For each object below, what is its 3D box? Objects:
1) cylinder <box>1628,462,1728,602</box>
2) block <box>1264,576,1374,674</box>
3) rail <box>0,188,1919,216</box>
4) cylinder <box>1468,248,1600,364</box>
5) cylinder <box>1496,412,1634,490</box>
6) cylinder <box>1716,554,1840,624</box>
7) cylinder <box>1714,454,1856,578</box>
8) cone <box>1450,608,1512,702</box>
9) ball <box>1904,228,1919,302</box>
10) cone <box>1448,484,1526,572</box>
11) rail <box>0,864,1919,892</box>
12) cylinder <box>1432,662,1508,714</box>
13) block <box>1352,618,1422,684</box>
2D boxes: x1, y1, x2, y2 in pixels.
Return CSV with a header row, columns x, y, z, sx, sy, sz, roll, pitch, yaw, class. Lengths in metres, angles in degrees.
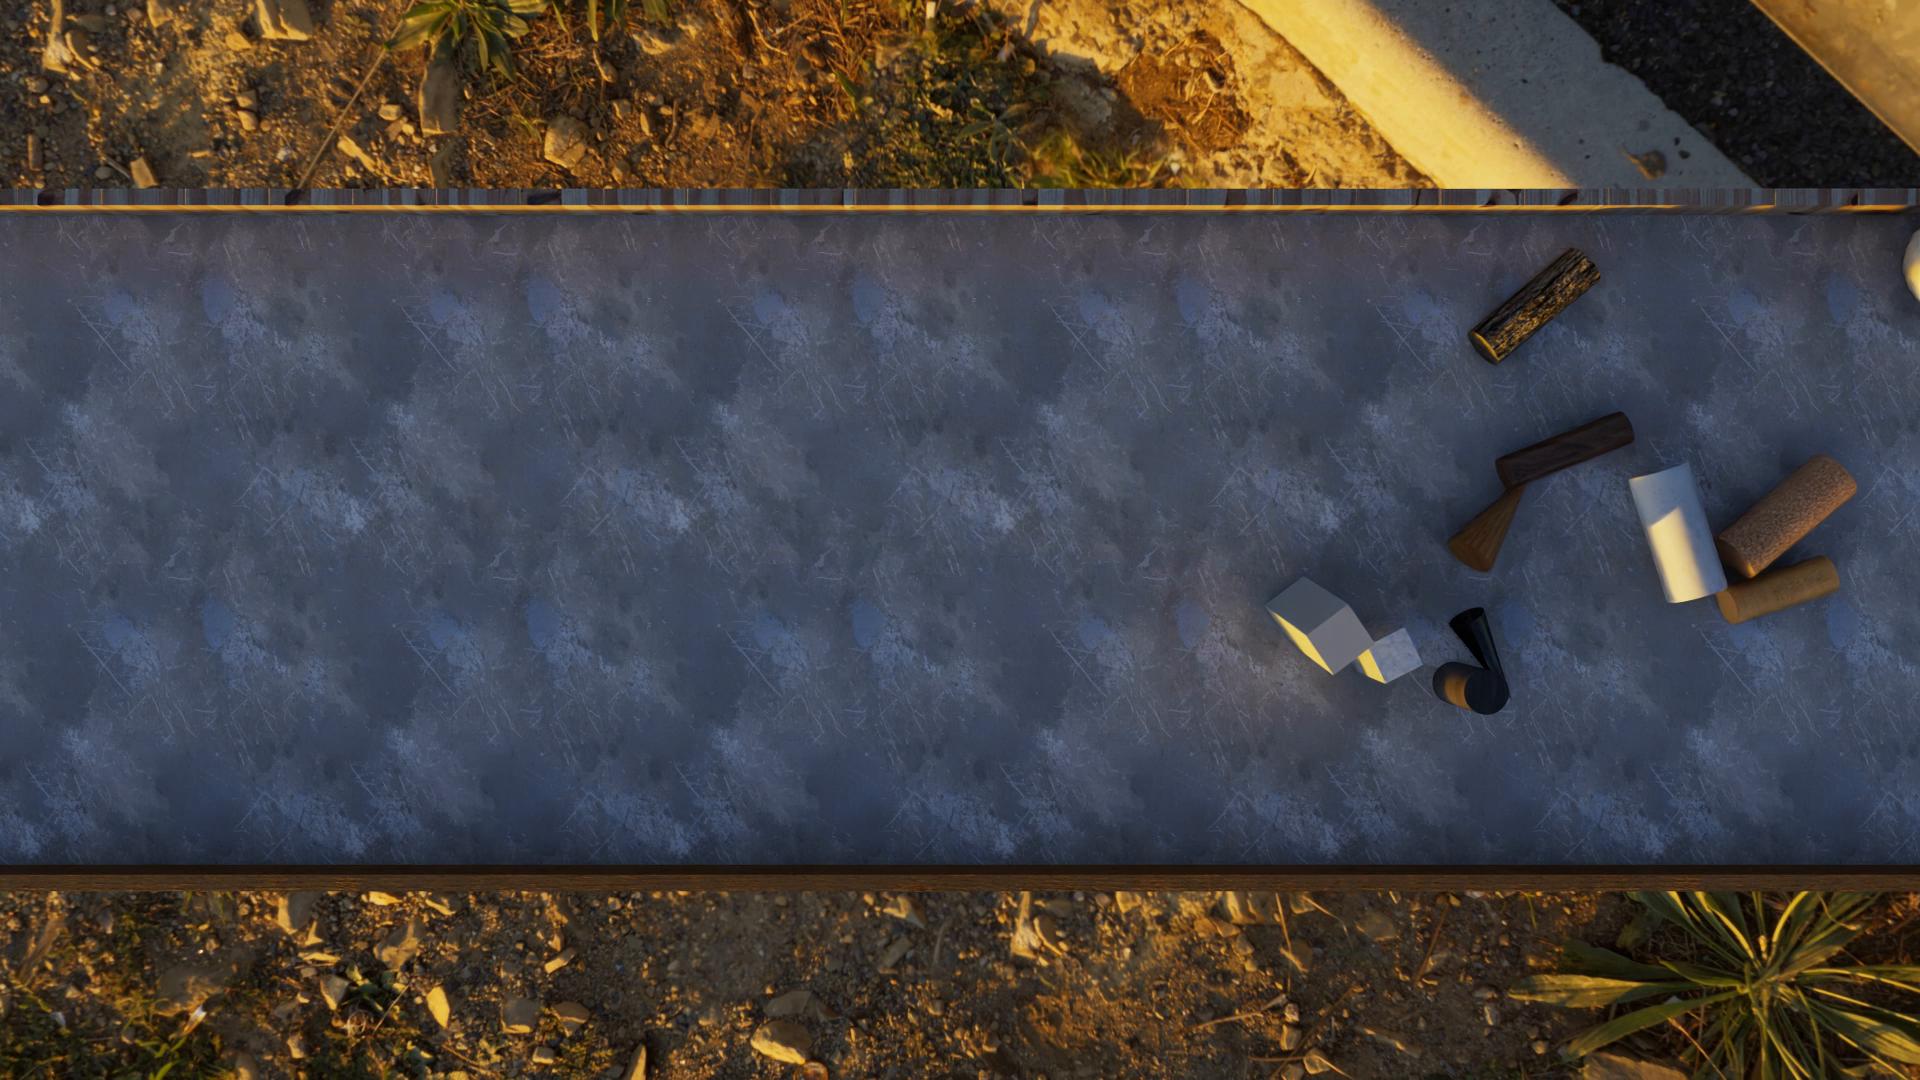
x,y,z,sx,sy,sz,roll,pitch,yaw,class
2.170,-0.024,4.988,0.177,0.177,0.393,-18,90,0,cylinder
1.061,0.249,4.885,0.150,0.357,0.150,-37,105,0,block
-2.247,-1.025,5.002,12.000,0.150,0.050,0,90,0,rail
1.743,-0.710,5.011,0.398,0.132,0.132,-40,90,0,cylinder
1.841,-0.272,5.025,0.397,0.104,0.104,-21,90,0,cylinder
2.487,0.149,5.018,0.320,0.117,0.117,-17,90,0,cylinder
2.495,-0.073,4.996,0.401,0.161,0.161,-40,90,0,cylinder
1.622,0.369,5.048,0.113,0.113,0.317,-31,100,0,cone
3.002,-0.829,4.906,0.340,0.340,0.340,0,90,0,ball
1.652,-0.084,5.040,0.150,0.150,0.347,40,78,0,cone
-2.247,1.025,5.001,12.000,0.150,0.050,0,90,0,rail
1.519,0.440,4.917,0.130,0.320,0.130,0,90,0,cylinder
1.251,0.328,4.914,0.122,0.322,0.122,-27,92,0,block
